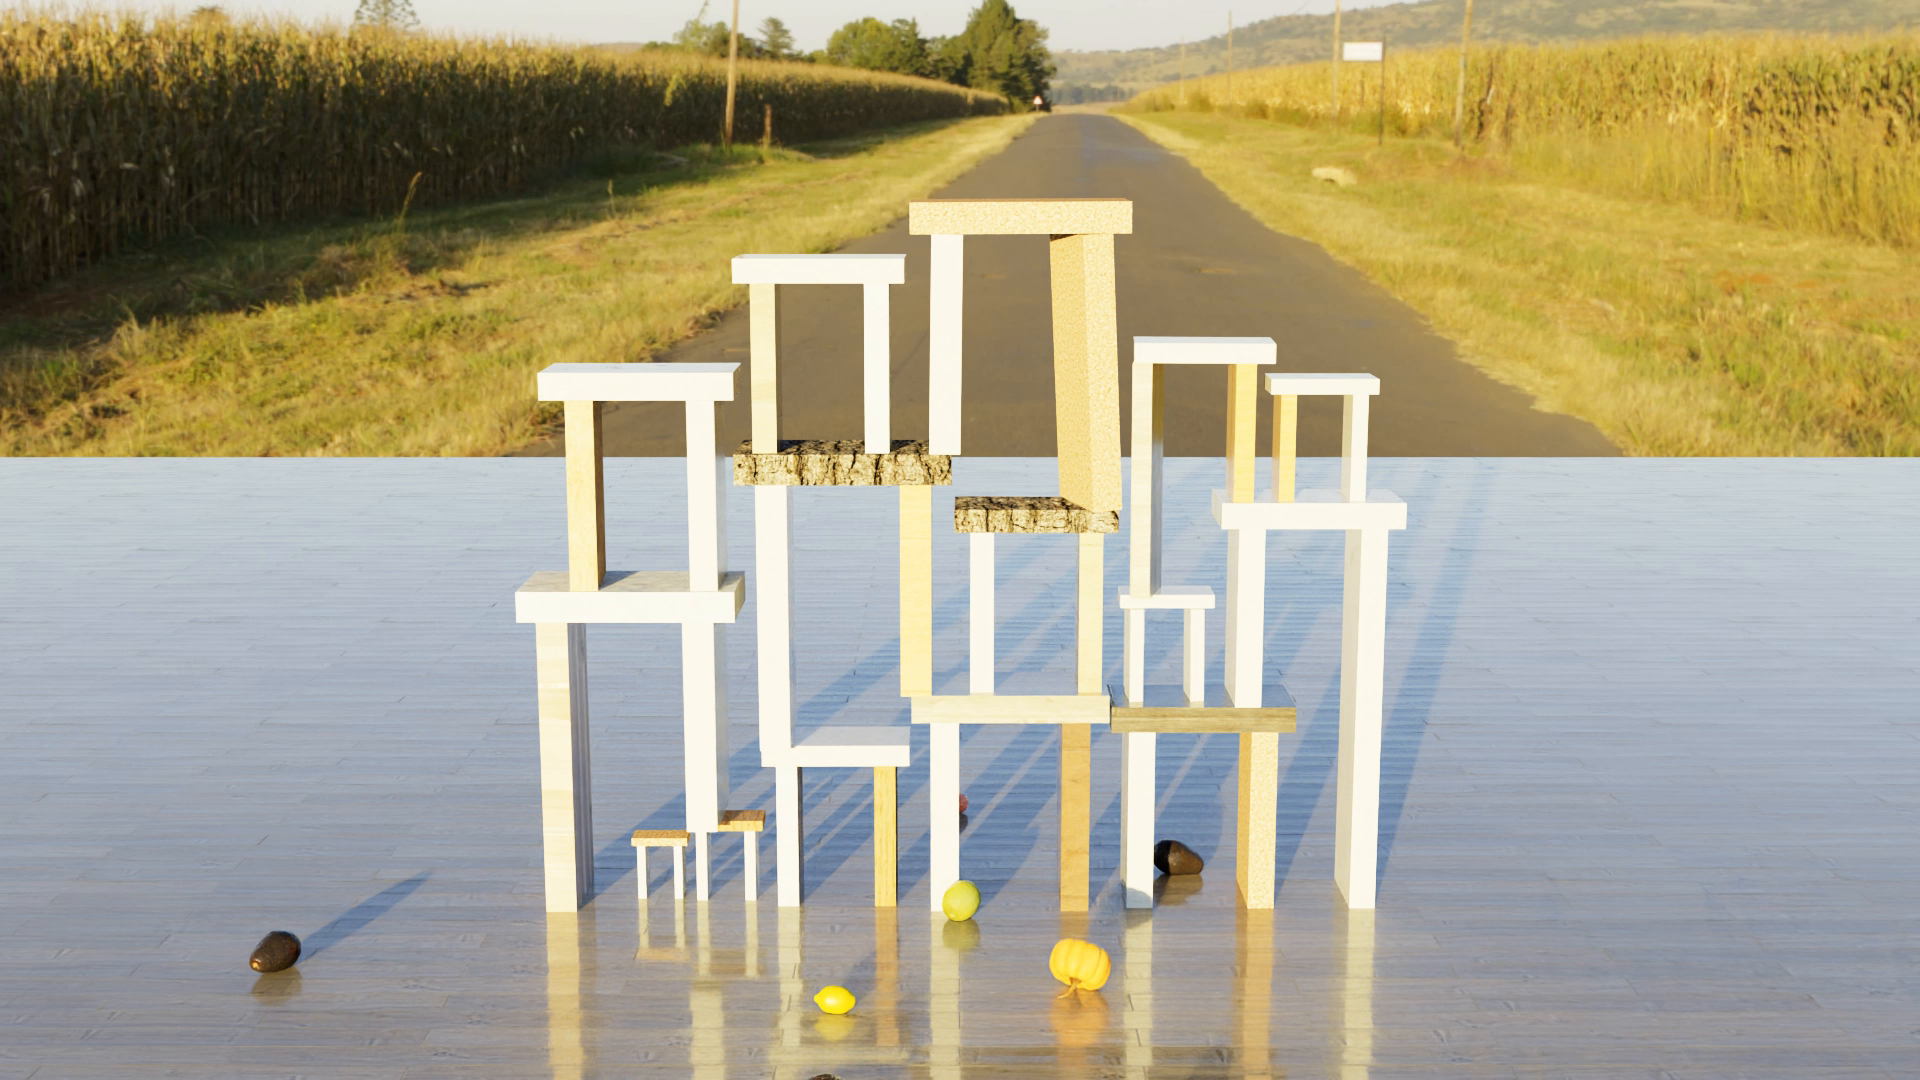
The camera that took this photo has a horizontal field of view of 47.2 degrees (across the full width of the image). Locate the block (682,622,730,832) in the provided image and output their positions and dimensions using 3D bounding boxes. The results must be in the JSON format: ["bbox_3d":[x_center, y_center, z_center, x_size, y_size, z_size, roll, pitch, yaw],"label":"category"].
[{"bbox_3d":[-0.416,0.286,3.610,0.049,0.346,0.173,0,11,1],"label":"block"}]

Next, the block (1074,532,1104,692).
[{"bbox_3d":[0.209,0.105,3.584,0.037,0.261,0.130,0,11,0],"label":"block"}]

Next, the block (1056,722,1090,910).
[{"bbox_3d":[0.187,0.435,3.636,0.045,0.317,0.158,0,11,0],"label":"block"}]

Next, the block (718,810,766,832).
[{"bbox_3d":[-0.385,0.465,3.642,0.120,0.017,0.060,0,11,0],"label":"block"}]

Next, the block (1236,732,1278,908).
[{"bbox_3d":[0.492,0.443,3.646,0.042,0.297,0.149,0,11,0],"label":"block"}]

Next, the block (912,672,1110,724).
[{"bbox_3d":[0.081,0.257,3.603,0.317,0.045,0.158,0,11,0],"label":"block"}]

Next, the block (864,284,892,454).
[{"bbox_3d":[-0.130,-0.280,3.503,0.038,0.266,0.133,0,11,0],"label":"block"}]

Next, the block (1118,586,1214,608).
[{"bbox_3d":[0.336,0.093,3.596,0.152,0.022,0.076,0,11,1],"label":"block"}]

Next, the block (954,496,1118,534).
[{"bbox_3d":[0.122,-0.041,3.557,0.261,0.037,0.130,0,11,0],"label":"block"}]

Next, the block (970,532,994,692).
[{"bbox_3d":[0.035,0.105,3.584,0.037,0.261,0.130,0,11,0],"label":"block"}]

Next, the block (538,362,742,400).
[{"bbox_3d":[-0.508,-0.253,3.511,0.304,0.043,0.152,0,11,0],"label":"block"}]

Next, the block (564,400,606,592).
[{"bbox_3d":[-0.602,-0.082,3.541,0.043,0.304,0.152,-1,11,-4],"label":"block"}]

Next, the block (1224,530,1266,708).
[{"bbox_3d":[0.464,0.113,3.583,0.041,0.292,0.146,0,11,0],"label":"block"}]

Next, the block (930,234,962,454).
[{"bbox_3d":[-0.022,-0.318,3.500,0.048,0.342,0.171,1,11,0],"label":"block"}]

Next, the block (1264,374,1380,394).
[{"bbox_3d":[0.577,-0.249,3.511,0.170,0.024,0.085,0,11,0],"label":"block"}]

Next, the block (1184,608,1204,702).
[{"bbox_3d":[0.383,0.181,3.599,0.022,0.152,0.076,-1,11,-3],"label":"block"}]

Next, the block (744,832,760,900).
[{"bbox_3d":[-0.346,0.532,3.656,0.017,0.120,0.060,0,11,0],"label":"block"}]

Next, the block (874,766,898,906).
[{"bbox_3d":[-0.122,0.473,3.646,0.034,0.239,0.119,0,11,0],"label":"block"}]

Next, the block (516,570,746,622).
[{"bbox_3d":[-0.531,0.091,3.574,0.346,0.049,0.173,0,11,0],"label":"block"}]

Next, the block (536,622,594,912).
[{"bbox_3d":[-0.649,0.353,3.623,0.049,0.483,0.173,0,11,0],"label":"block"}]

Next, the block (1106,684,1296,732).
[{"bbox_3d":[0.393,0.277,3.615,0.297,0.042,0.149,0,11,0],"label":"block"}]

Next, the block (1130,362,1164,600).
[{"bbox_3d":[0.302,-0.102,3.546,0.031,0.380,0.110,3,11,15],"label":"block"}]

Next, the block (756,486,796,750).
[{"bbox_3d":[-0.298,0.111,3.576,0.048,0.431,0.171,0,11,-1],"label":"block"}]

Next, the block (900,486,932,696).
[{"bbox_3d":[-0.070,0.067,3.570,0.048,0.342,0.171,0,11,0],"label":"block"}]

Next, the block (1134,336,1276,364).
[{"bbox_3d":[0.387,-0.303,3.501,0.221,0.031,0.110,1,11,3],"label":"block"}]

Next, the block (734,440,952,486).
[{"bbox_3d":[-0.184,-0.125,3.533,0.342,0.048,0.171,0,11,0],"label":"block"}]

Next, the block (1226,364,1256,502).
[{"bbox_3d":[0.450,-0.178,3.522,0.031,0.220,0.110,0,11,0],"label":"block"}]

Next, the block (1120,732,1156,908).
[{"bbox_3d":[0.294,0.443,3.646,0.042,0.297,0.149,0,11,0],"label":"block"}]

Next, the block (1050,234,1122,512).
[{"bbox_3d":[0.200,-0.274,3.512,0.048,0.434,0.171,-6,12,-15],"label":"block"}]

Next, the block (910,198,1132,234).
[{"bbox_3d":[0.093,-0.511,3.466,0.342,0.048,0.171,0,11,0],"label":"block"}]

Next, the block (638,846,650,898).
[{"bbox_3d":[-0.526,0.546,3.660,0.013,0.091,0.045,0,11,0],"label":"block"}]

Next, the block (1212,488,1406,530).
[{"bbox_3d":[0.561,-0.051,3.553,0.292,0.041,0.146,0,11,0],"label":"block"}]

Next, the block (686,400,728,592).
[{"bbox_3d":[-0.407,-0.082,3.540,0.043,0.304,0.152,0,11,0],"label":"block"}]

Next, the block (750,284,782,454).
[{"bbox_3d":[-0.308,-0.280,3.503,0.038,0.266,0.133,0,11,0],"label":"block"}]

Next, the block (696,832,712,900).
[{"bbox_3d":[-0.426,0.532,3.656,0.017,0.120,0.060,0,11,0],"label":"block"}]

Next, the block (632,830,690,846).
[{"bbox_3d":[-0.496,0.494,3.650,0.091,0.013,0.045,0,11,0],"label":"block"}]

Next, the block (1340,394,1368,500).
[{"bbox_3d":[0.633,-0.154,3.529,0.024,0.170,0.085,0,11,0],"label":"block"}]

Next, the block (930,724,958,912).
[{"bbox_3d":[-0.025,0.435,3.636,0.045,0.317,0.158,0,11,0],"label":"block"}]

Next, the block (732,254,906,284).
[{"bbox_3d":[-0.220,-0.429,3.474,0.266,0.038,0.133,0,11,0],"label":"block"}]

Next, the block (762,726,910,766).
[{"bbox_3d":[-0.202,0.339,3.620,0.238,0.034,0.119,0,11,0],"label":"block"}]

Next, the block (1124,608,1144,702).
[{"bbox_3d":[0.284,0.181,3.598,0.022,0.152,0.076,-1,11,-3],"label":"block"}]

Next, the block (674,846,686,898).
[{"bbox_3d":[-0.466,0.546,3.660,0.013,0.091,0.045,0,11,0],"label":"block"}]

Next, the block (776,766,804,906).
[{"bbox_3d":[-0.281,0.473,3.646,0.034,0.239,0.119,0,11,0],"label":"block"}]

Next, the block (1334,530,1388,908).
[{"bbox_3d":[0.658,0.279,3.614,0.041,0.631,0.146,0,11,0],"label":"block"}]

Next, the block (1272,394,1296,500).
[{"bbox_3d":[0.520,-0.154,3.529,0.024,0.170,0.085,0,11,0],"label":"block"}]
